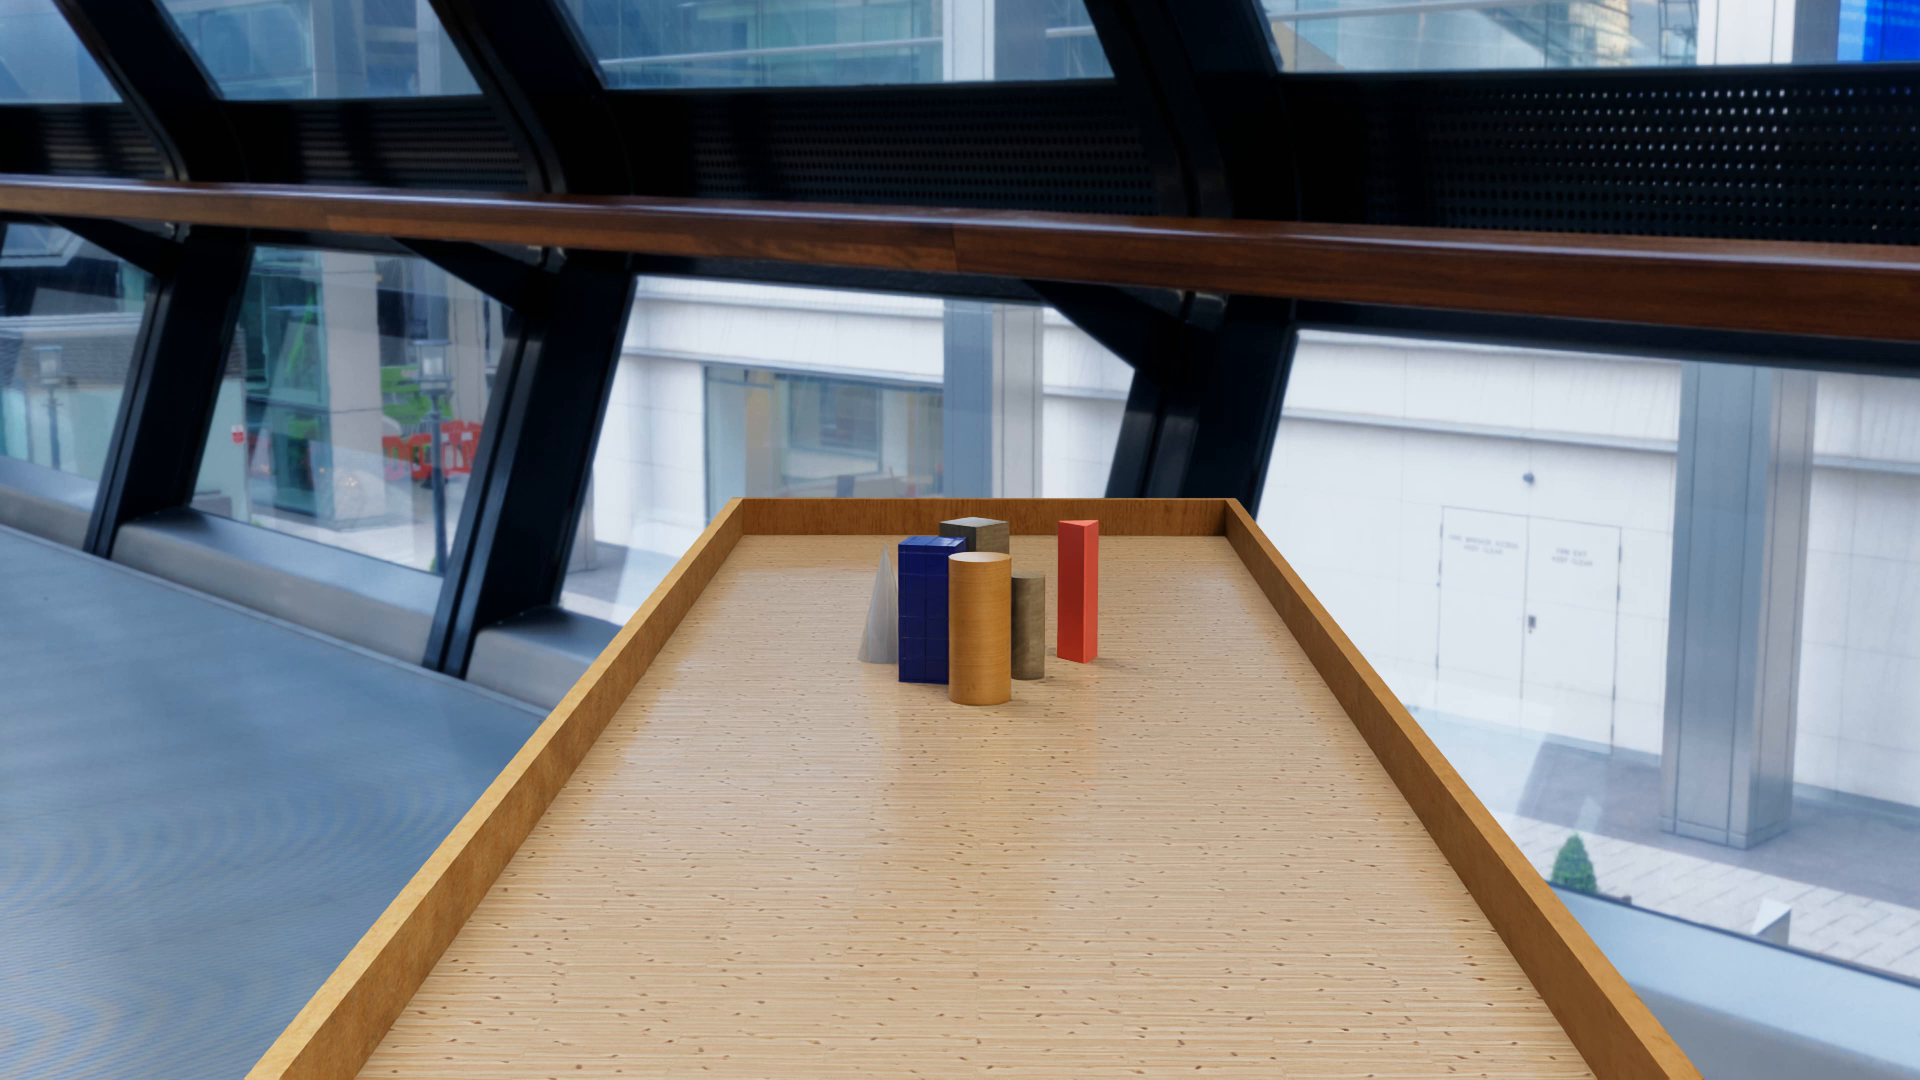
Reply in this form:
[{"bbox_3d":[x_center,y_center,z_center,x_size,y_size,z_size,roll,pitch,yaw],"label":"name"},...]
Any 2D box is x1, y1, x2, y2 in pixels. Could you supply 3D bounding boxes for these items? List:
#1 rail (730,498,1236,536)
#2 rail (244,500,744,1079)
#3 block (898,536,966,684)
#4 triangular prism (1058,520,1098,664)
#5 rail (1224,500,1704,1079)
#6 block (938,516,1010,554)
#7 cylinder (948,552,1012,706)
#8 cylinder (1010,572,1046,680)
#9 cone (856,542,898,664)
[{"bbox_3d":[0.099,-0.098,9.147,2.100,0.150,0.050,0,9,1],"label":"rail"},{"bbox_3d":[-1.004,0.839,3.234,0.050,0.150,12.000,0,9,1],"label":"rail"},{"bbox_3d":[-0.079,0.203,6.433,0.167,0.406,0.167,2,9,12],"label":"block"},{"bbox_3d":[0.379,0.153,6.695,0.107,0.421,0.123,-7,12,-39],"label":"triangular prism"},{"bbox_3d":[1.046,0.843,3.208,0.050,0.150,12.000,0,9,1],"label":"rail"},{"bbox_3d":[0.043,0.157,6.652,0.150,0.428,0.150,8,12,42],"label":"block"},{"bbox_3d":[0.056,0.247,6.157,0.176,0.405,0.176,0,9,0],"label":"cylinder"},{"bbox_3d":[0.195,0.252,6.451,0.108,0.303,0.108,0,9,0],"label":"cylinder"},{"bbox_3d":[-0.227,0.180,6.703,0.179,0.365,0.179,0,9,0],"label":"cone"}]
